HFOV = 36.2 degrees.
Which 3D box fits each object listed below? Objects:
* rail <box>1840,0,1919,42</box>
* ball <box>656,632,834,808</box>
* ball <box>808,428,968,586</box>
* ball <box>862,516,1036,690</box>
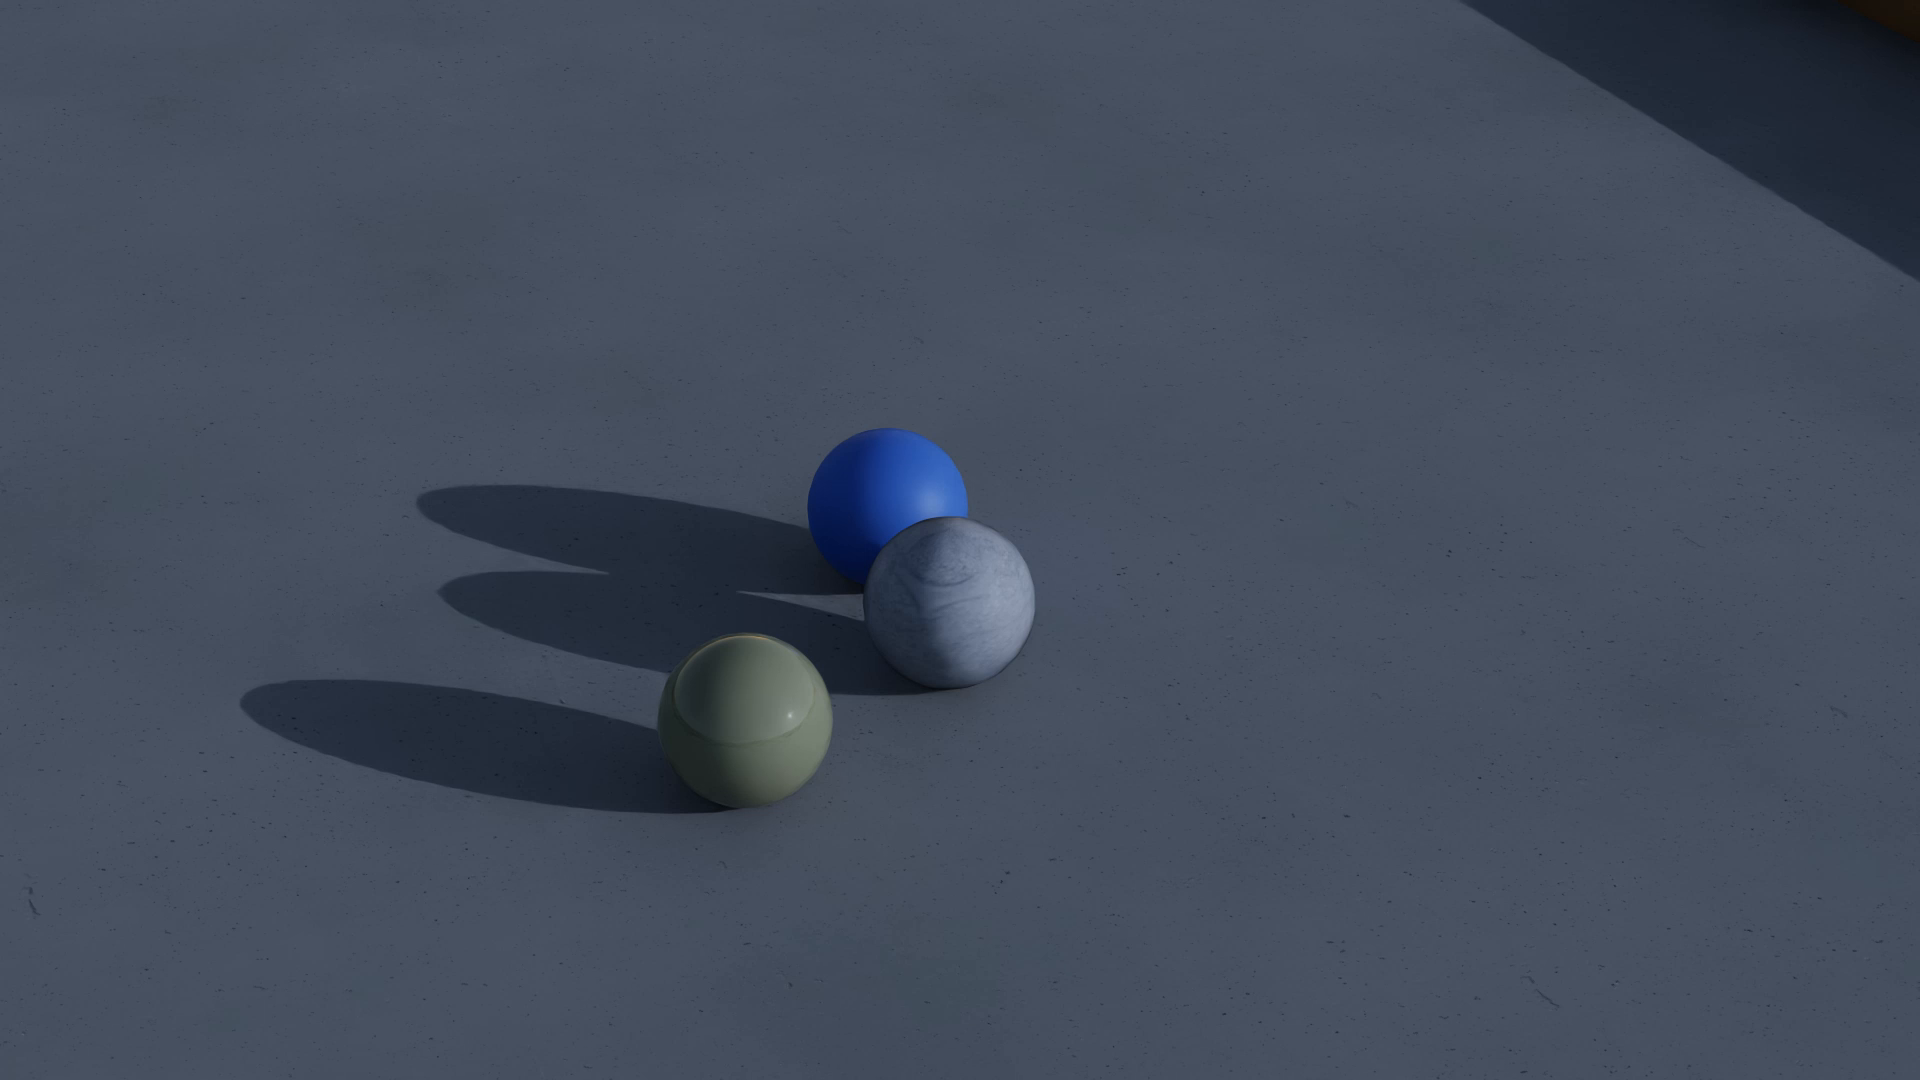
[{"bbox_3d":[0.643,-0.716,2.950,0.045,0.128,4.288,-11,32,-19],"label":"rail"},{"bbox_3d":[-0.114,0.096,1.564,0.094,0.094,0.094,0,30,0],"label":"ball"},{"bbox_3d":[-0.043,-0.019,1.762,0.097,0.097,0.097,0,30,0],"label":"ball"},{"bbox_3d":[-0.006,0.035,1.665,0.098,0.098,0.098,0,30,0],"label":"ball"}]
